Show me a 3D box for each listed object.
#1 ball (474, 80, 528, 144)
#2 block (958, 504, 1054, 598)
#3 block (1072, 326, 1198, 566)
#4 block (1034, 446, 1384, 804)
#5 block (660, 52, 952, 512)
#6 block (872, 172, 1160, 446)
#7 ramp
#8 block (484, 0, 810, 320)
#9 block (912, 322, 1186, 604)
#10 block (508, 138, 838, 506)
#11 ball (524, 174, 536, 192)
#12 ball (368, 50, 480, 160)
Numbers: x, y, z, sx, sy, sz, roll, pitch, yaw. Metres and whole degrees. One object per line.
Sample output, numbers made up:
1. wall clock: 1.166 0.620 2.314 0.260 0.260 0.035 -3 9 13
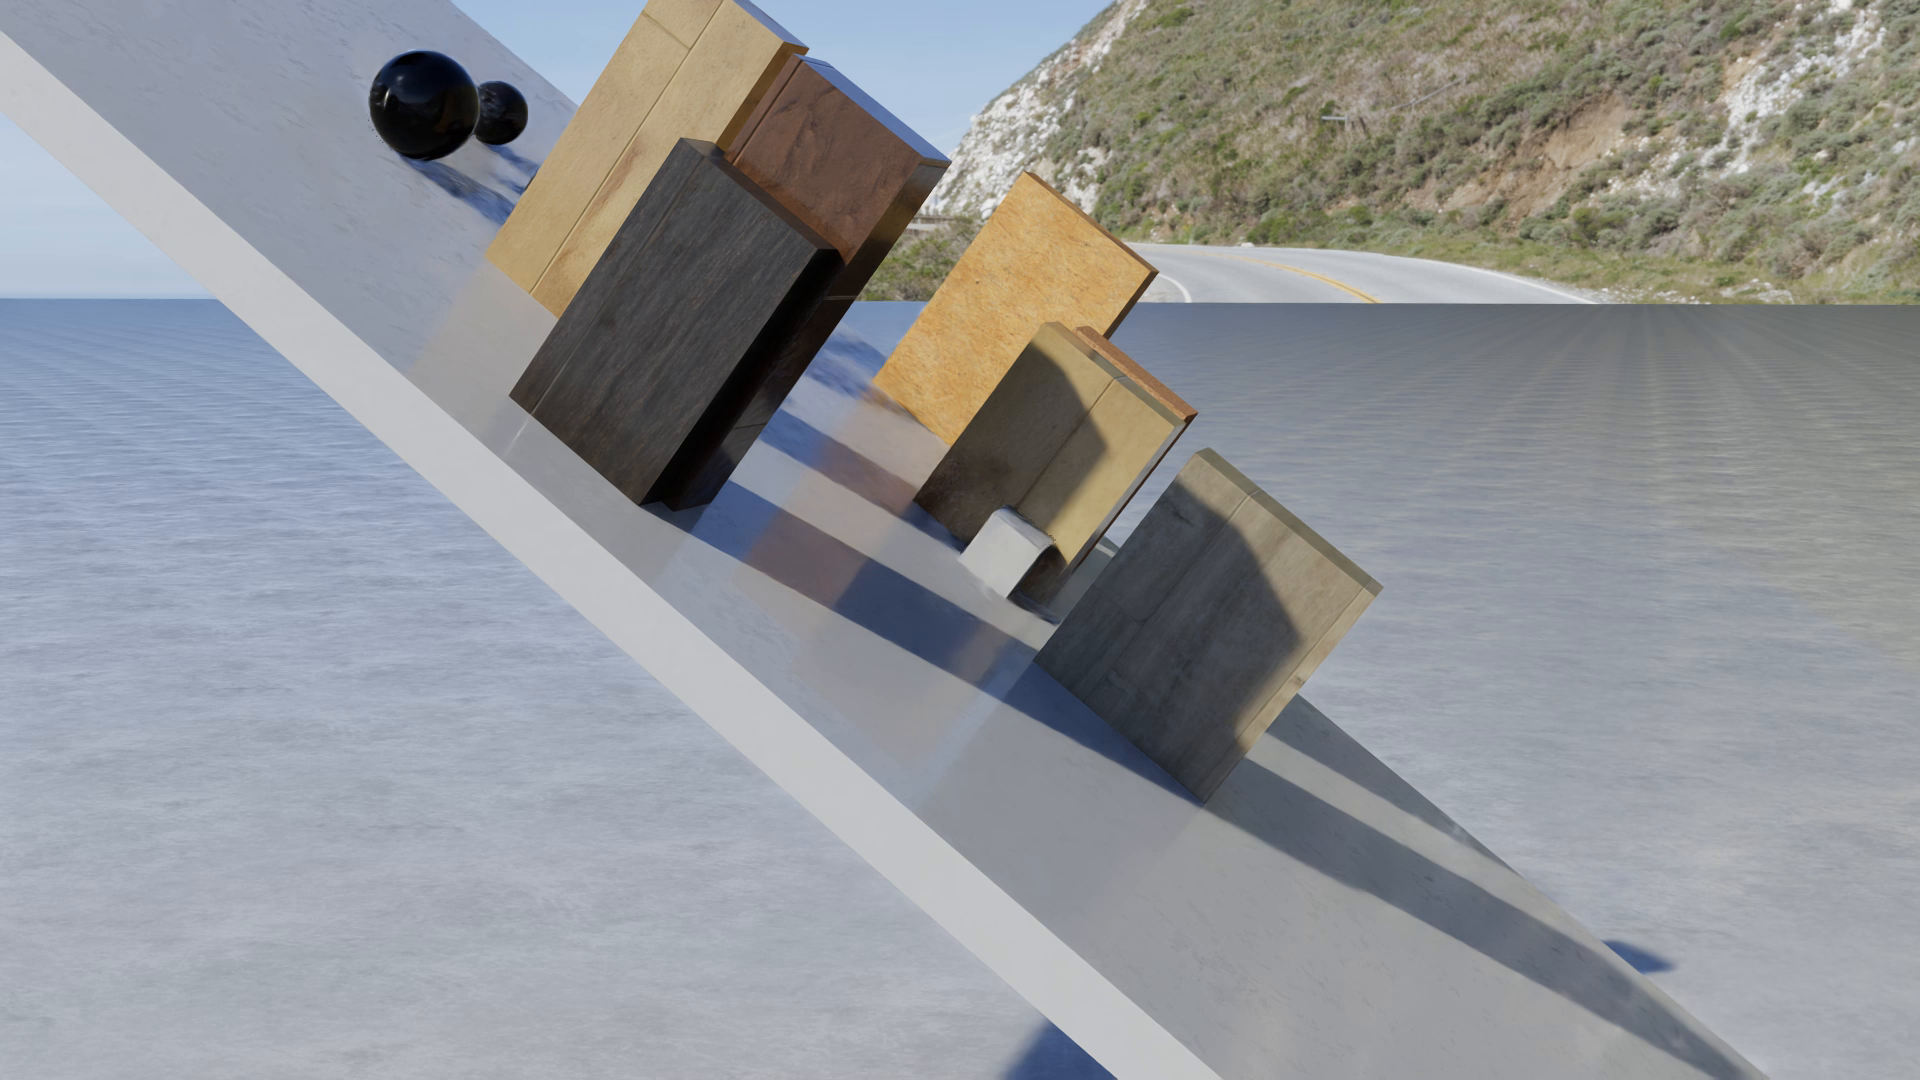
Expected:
1. ball: -0.942 -0.868 4.469 0.129 0.129 0.129 0 7 0
2. block: 0.088 0.021 4.171 0.116 0.116 0.116 39 16 6
3. block: 0.245 -0.191 4.569 0.293 0.409 0.129 40 16 9
4. block: 0.437 0.149 3.890 0.395 0.477 0.130 40 16 9
5. block: -0.327 -0.394 3.425 0.258 0.679 0.145 40 16 9
6. block: 0.117 -0.461 4.767 0.349 0.568 0.093 40 16 9
7. ramp: -0.044 0.101 4.060 4.000 0.100 2.000 40 16 9
8. block: -0.550 -0.675 3.836 0.241 0.628 0.122 40 16 9
9. block: 0.171 -0.151 4.250 0.320 0.434 0.112 40 16 9
10. block: -0.436 -0.332 3.366 0.272 0.489 0.118 40 16 9
11. ball: -0.727 -0.614 4.065 0.164 0.164 0.164 0 7 0
12. ball: -0.986 -0.801 4.053 0.200 0.200 0.200 0 7 0
